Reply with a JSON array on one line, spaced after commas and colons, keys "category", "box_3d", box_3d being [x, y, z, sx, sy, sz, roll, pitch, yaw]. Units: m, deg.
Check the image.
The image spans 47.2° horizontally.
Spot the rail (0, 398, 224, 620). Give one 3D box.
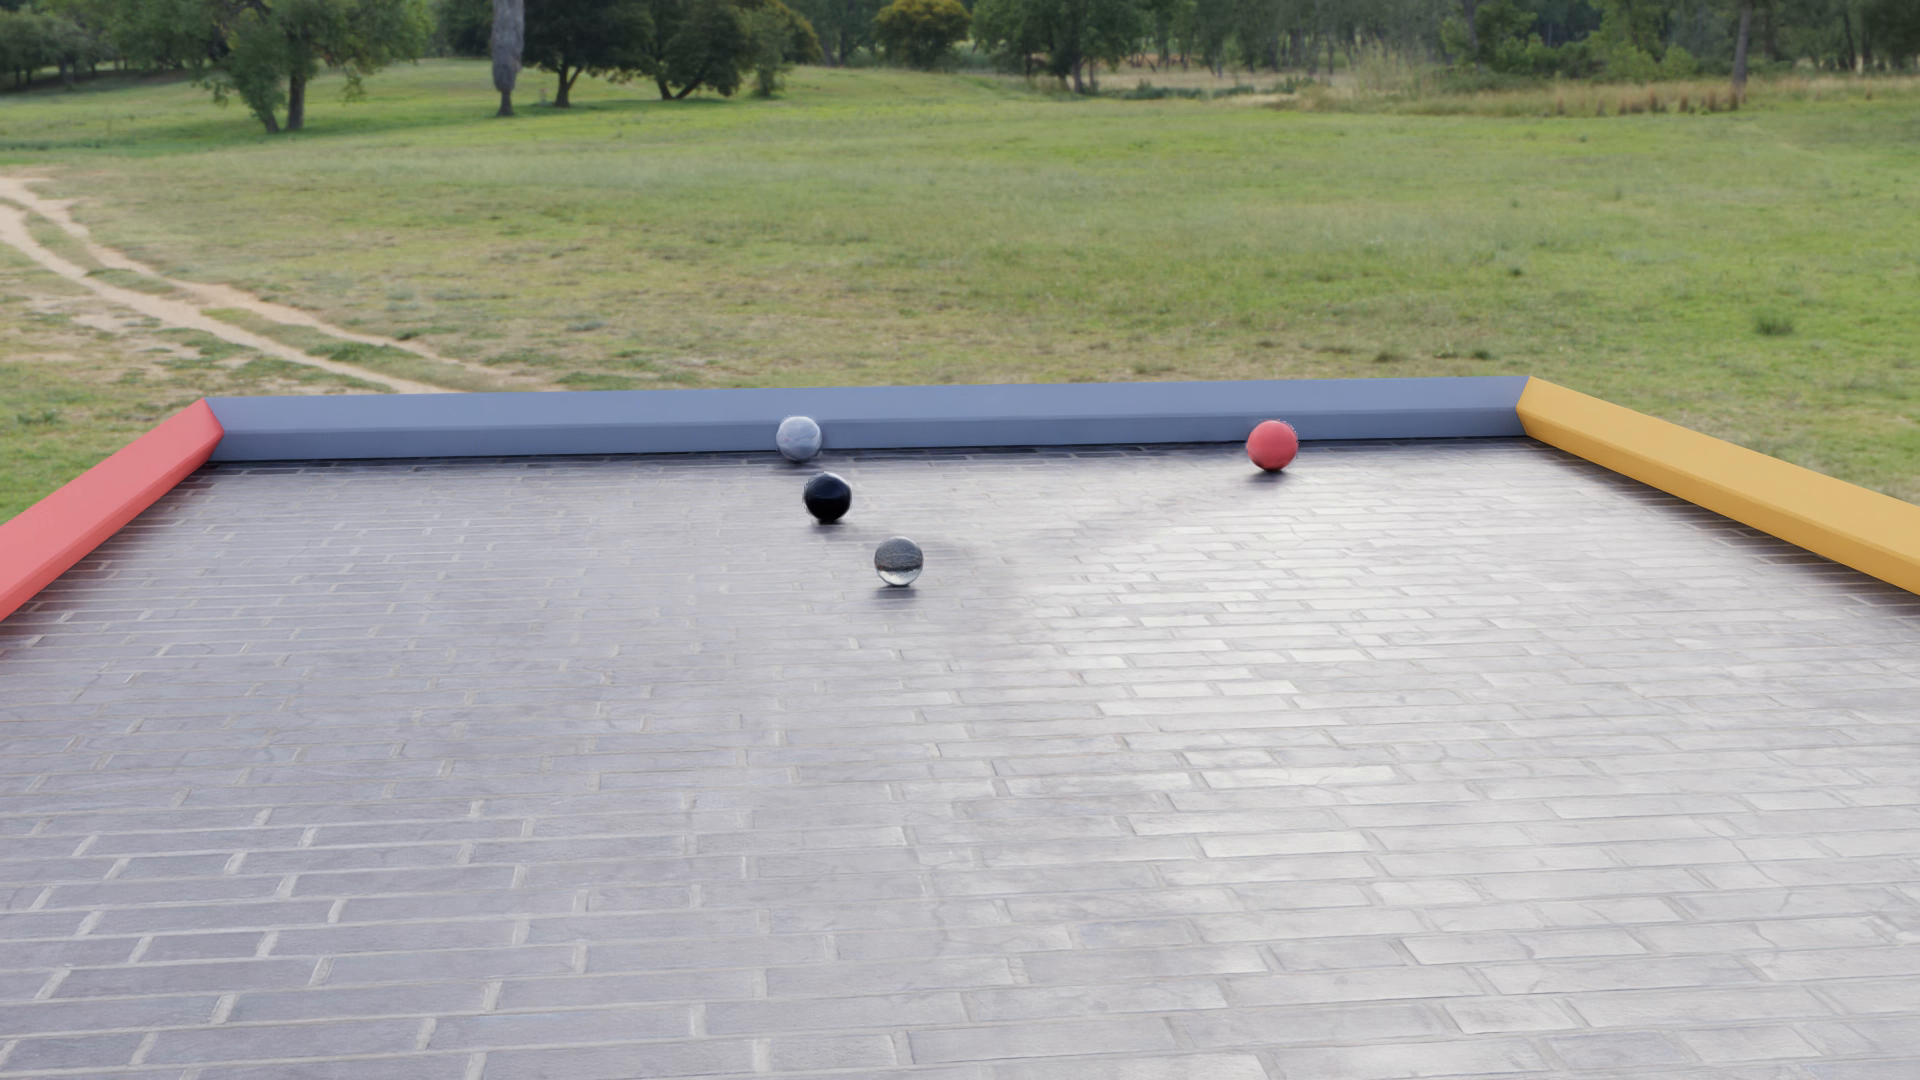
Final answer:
[{"category": "rail", "box_3d": [-1.131, 0.230, 1.993, 0.045, 0.119, 4.433, -1, 12, -7]}]

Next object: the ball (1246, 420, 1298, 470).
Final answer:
[{"category": "ball", "box_3d": [0.573, -0.173, 4.041, 0.092, 0.092, 0.092, 0, 12, 0]}]

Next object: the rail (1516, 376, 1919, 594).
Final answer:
[{"category": "rail", "box_3d": [1.401, 0.168, 2.299, 0.045, 0.119, 4.433, -1, 12, -7]}]

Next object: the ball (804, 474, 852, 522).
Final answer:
[{"category": "ball", "box_3d": [-0.213, -0.069, 3.569, 0.078, 0.078, 0.078, 0, 12, 0]}]

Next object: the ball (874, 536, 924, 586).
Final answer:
[{"category": "ball", "box_3d": [-0.086, 0.029, 3.103, 0.071, 0.071, 0.071, 0, 12, 0]}]

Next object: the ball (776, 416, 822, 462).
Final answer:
[{"category": "ball", "box_3d": [-0.304, -0.192, 4.147, 0.086, 0.086, 0.086, 0, 12, 0]}]

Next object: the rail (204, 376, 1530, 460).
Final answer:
[{"category": "rail", "box_3d": [-0.133, -0.236, 4.278, 2.598, 0.119, 0.045, -1, 12, -7]}]
